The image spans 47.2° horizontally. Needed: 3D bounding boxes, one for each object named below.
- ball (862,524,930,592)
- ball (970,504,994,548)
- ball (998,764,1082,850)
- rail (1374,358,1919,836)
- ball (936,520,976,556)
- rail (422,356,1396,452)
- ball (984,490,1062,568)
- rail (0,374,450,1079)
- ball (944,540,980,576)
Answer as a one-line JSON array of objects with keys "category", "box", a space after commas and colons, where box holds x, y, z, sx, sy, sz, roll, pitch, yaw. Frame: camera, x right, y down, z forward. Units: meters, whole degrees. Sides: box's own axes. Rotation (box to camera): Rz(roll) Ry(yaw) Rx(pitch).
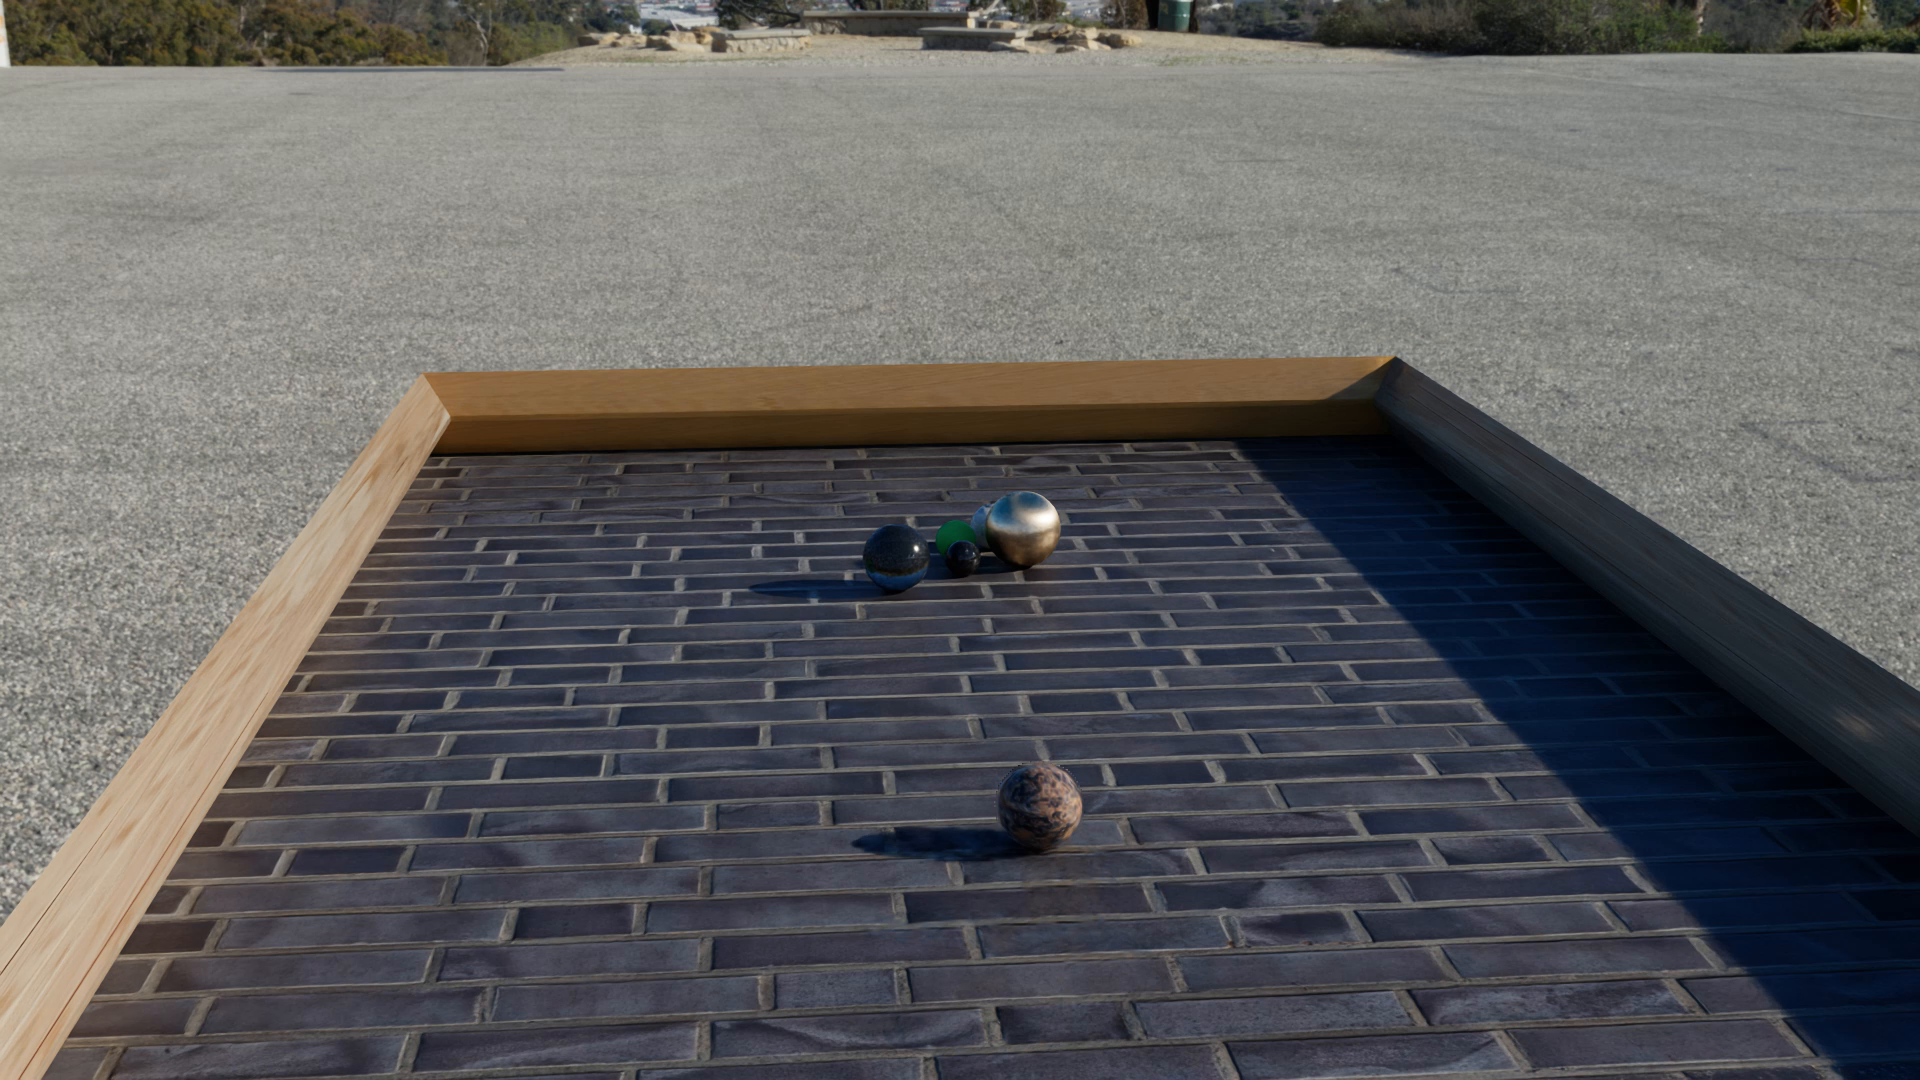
[{"category": "ball", "box": [-0.075, 0.020, 2.589, 0.080, 0.080, 0.080, 0, 15, 0]}, {"category": "ball", "box": [0.042, -0.017, 2.770, 0.058, 0.058, 0.058, 0, 15, 0]}, {"category": "ball", "box": [0.067, 0.225, 1.853, 0.072, 0.072, 0.072, 0, 15, 0]}, {"category": "rail", "box": [0.777, 0.134, 2.089, 0.045, 0.121, 2.746, -1, 15, -5]}, {"category": "ball", "box": [-0.005, 0.001, 2.716, 0.051, 0.051, 0.051, 0, 15, 0]}, {"category": "rail", "box": [-0.061, -0.201, 3.322, 1.480, 0.121, 0.045, -1, 15, -5]}, {"category": "ball", "box": [0.077, -0.014, 2.689, 0.093, 0.093, 0.093, 0, 15, 0]}, {"category": "rail", "box": [-0.650, 0.169, 1.961, 0.045, 0.121, 2.746, -1, 15, -5]}, {"category": "ball", "box": [0.003, 0.022, 2.654, 0.044, 0.044, 0.044, 0, 15, 0]}]
